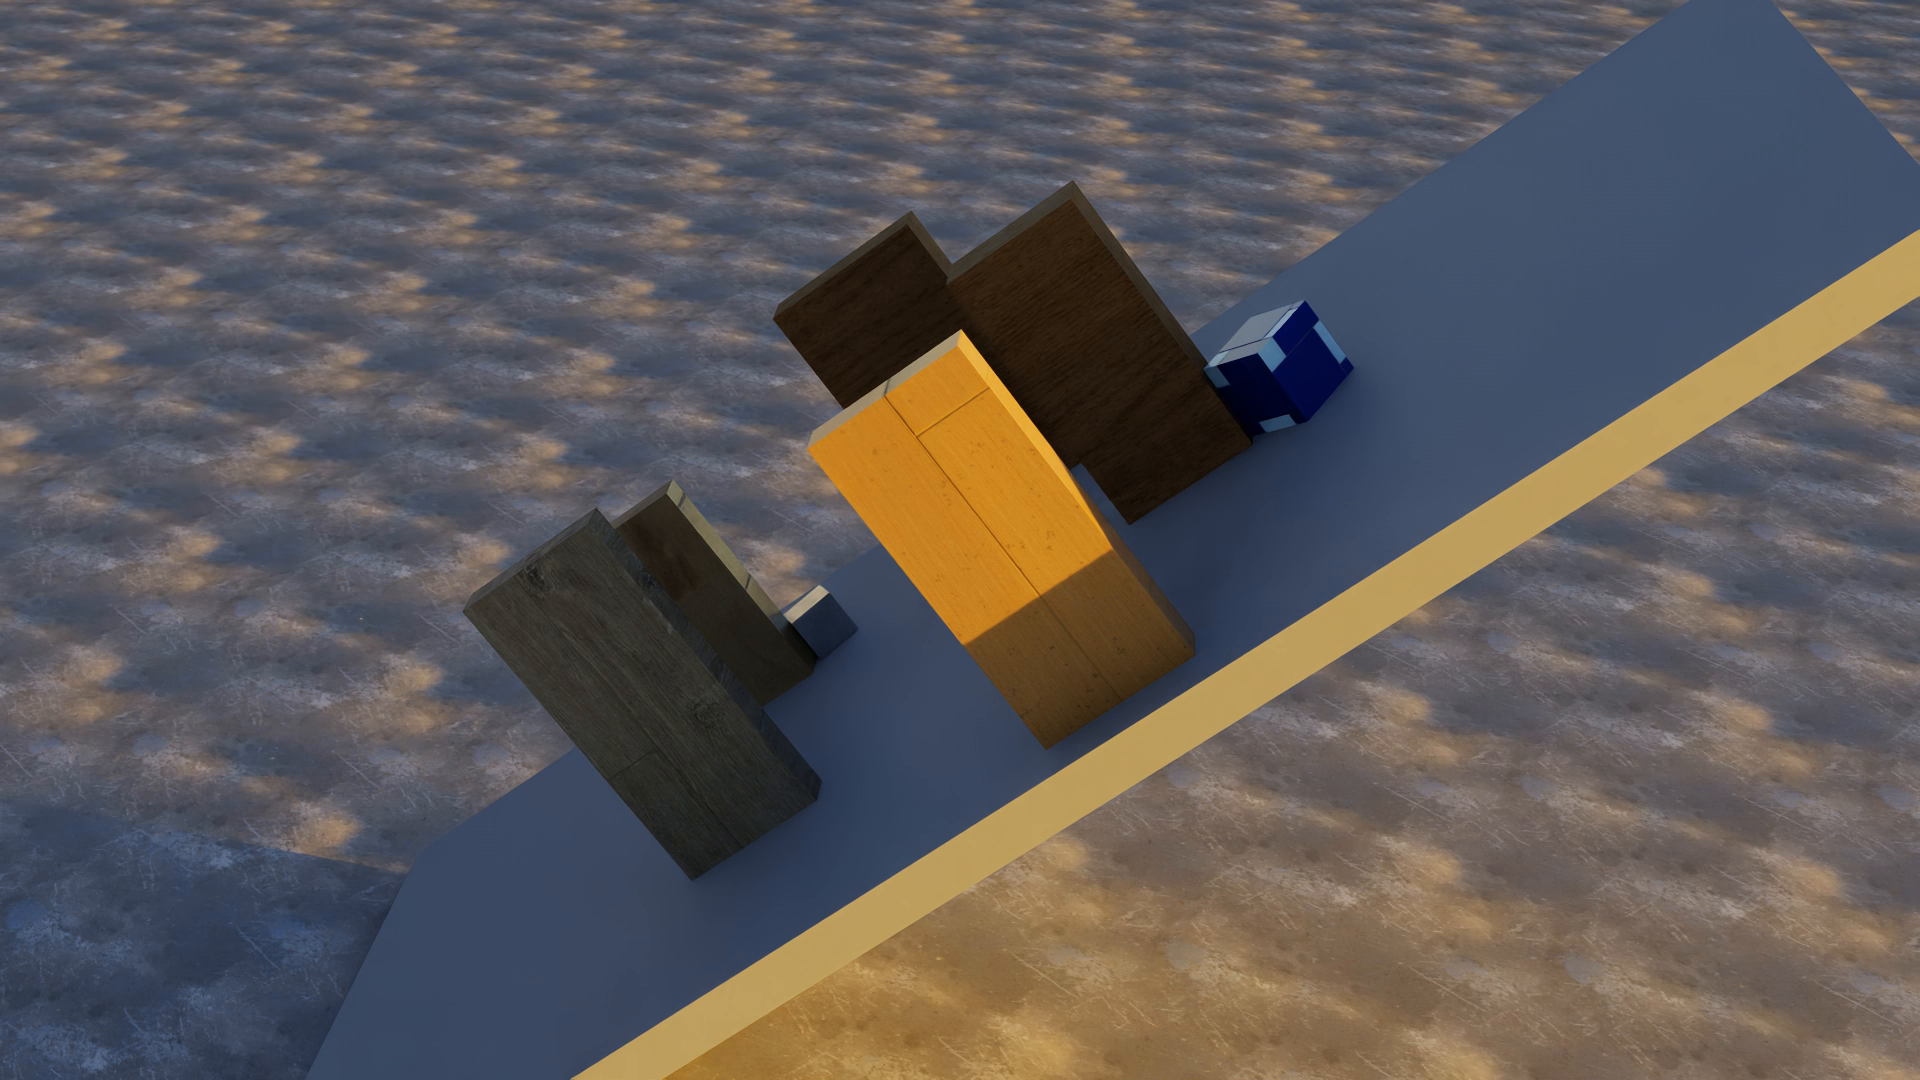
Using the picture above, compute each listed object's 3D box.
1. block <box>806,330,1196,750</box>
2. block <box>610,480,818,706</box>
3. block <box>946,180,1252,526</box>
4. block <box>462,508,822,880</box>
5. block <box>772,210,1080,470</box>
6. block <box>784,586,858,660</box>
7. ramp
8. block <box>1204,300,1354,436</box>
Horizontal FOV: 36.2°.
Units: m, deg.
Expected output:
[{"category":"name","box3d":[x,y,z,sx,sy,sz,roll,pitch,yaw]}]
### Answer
[{"category":"block","box3d":[0.081,0.007,5.357,0.337,0.729,0.093,-34,16,16]},{"category":"block","box3d":[-0.630,0.171,6.824,0.327,0.546,0.091,-34,16,16]},{"category":"block","box3d":[0.295,-0.388,6.150,0.316,0.649,0.142,-34,16,16]},{"category":"block","box3d":[-0.648,0.323,6.046,0.332,0.750,0.093,-34,16,16]},{"category":"block","box3d":[-0.064,-0.368,6.820,0.387,0.692,0.114,-34,16,16]},{"category":"block","box3d":[-0.327,0.193,6.896,0.114,0.114,0.114,-40,15,-6]},{"category":"ramp","box3d":[0.131,0.177,6.316,4.000,0.100,2.000,-34,16,16]},{"category":"block","box3d":[0.663,-0.357,6.119,0.181,0.181,0.181,-47,18,-30]}]
